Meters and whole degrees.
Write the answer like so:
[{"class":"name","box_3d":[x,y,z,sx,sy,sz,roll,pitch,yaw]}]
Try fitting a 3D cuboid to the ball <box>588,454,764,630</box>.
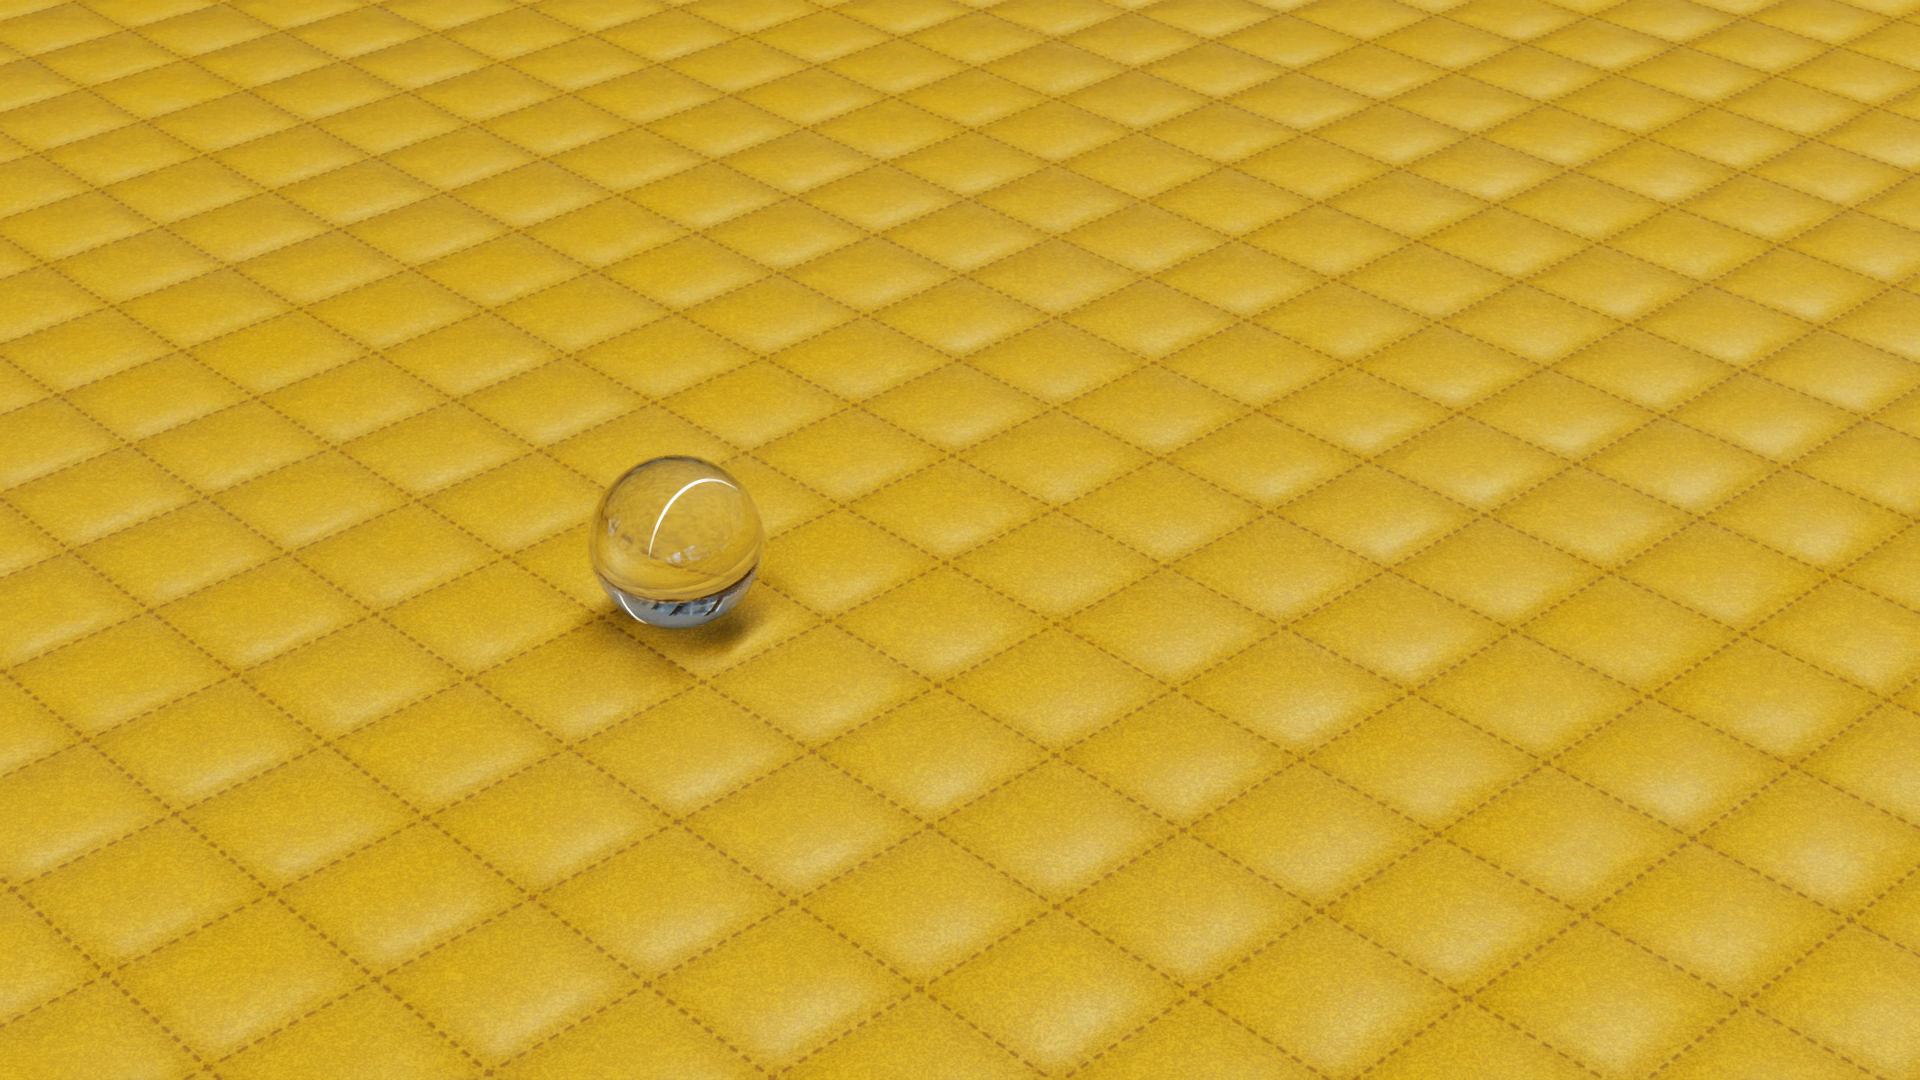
[{"class":"ball","box_3d":[-0.154,0.001,1.595,0.095,0.095,0.095,0,31,0]}]
